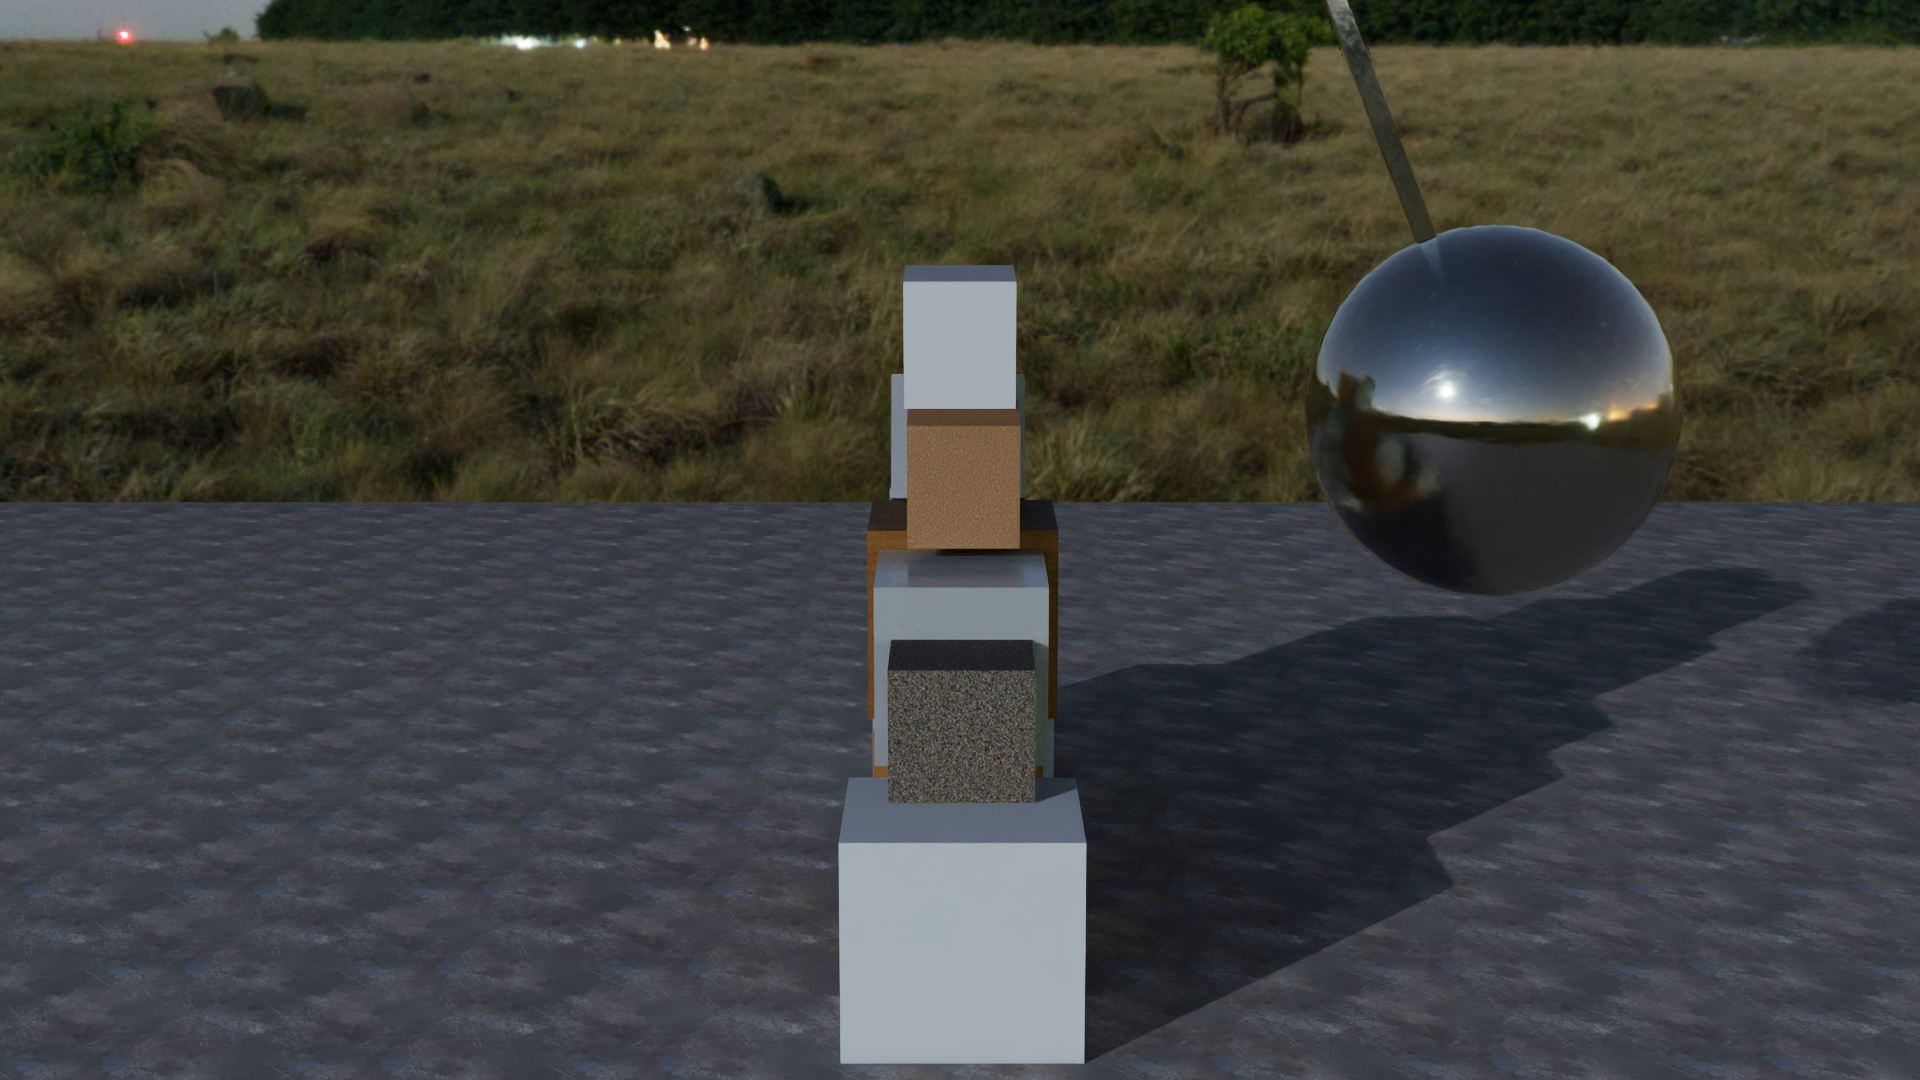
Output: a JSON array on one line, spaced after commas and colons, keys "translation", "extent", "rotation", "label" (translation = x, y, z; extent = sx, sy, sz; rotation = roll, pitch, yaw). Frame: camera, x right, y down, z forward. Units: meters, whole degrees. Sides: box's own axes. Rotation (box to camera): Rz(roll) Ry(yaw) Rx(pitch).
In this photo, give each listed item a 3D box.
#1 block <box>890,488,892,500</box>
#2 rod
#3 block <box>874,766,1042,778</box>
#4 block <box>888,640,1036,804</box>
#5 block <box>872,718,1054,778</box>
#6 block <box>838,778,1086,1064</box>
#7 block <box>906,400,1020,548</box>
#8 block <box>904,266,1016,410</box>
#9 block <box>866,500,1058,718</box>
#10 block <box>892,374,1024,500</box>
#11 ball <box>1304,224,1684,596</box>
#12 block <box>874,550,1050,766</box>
[{"translation": [-0.014, 0.097, 12.721], "extent": [0.654, 0.710, 0.634], "rotation": [0, 1, 0], "label": "block"}, {"translation": [0.994, -3.649, 10.517], "extent": [0.080, 5.200, 0.080], "rotation": [-22, 10, 4], "label": "rod"}, {"translation": [-0.008, 1.140, 10.981], "extent": [0.697, 0.828, 0.771], "rotation": [0, 10, 0], "label": "block"}, {"translation": [0.006, 0.685, 9.783], "extent": [0.548, 0.507, 0.526], "rotation": [0, 10, 0], "label": "block"}, {"translation": [0.017, 0.789, 13.199], "extent": [0.904, 0.725, 0.842], "rotation": [0, 10, 0], "label": "block"}, {"translation": [0.009, 1.400, 9.568], "extent": [0.876, 0.823, 0.859], "rotation": [0, 10, 0], "label": "block"}, {"translation": [0.014, -0.277, 10.572], "extent": [0.455, 0.507, 0.520], "rotation": [0, 15, 0], "label": "block"}, {"translation": [-0.001, -0.853, 10.732], "extent": [0.460, 0.527, 0.485], "rotation": [0, 14, 0], "label": "block"}, {"translation": [0.011, 0.286, 11.120], "extent": [0.795, 0.802, 0.792], "rotation": [0, 10, 0], "label": "block"}, {"translation": [-0.009, -0.437, 11.719], "extent": [0.595, 0.559, 0.542], "rotation": [0, -6, 0], "label": "block"}, {"translation": [2.295, -0.558, 11.079], "extent": [1.600, 1.600, 1.600], "rotation": [0, 10, 0], "label": "ball"}, {"translation": [0.005, 0.466, 10.372], "extent": [0.681, 0.721, 0.703], "rotation": [0, 12, 0], "label": "block"}]
